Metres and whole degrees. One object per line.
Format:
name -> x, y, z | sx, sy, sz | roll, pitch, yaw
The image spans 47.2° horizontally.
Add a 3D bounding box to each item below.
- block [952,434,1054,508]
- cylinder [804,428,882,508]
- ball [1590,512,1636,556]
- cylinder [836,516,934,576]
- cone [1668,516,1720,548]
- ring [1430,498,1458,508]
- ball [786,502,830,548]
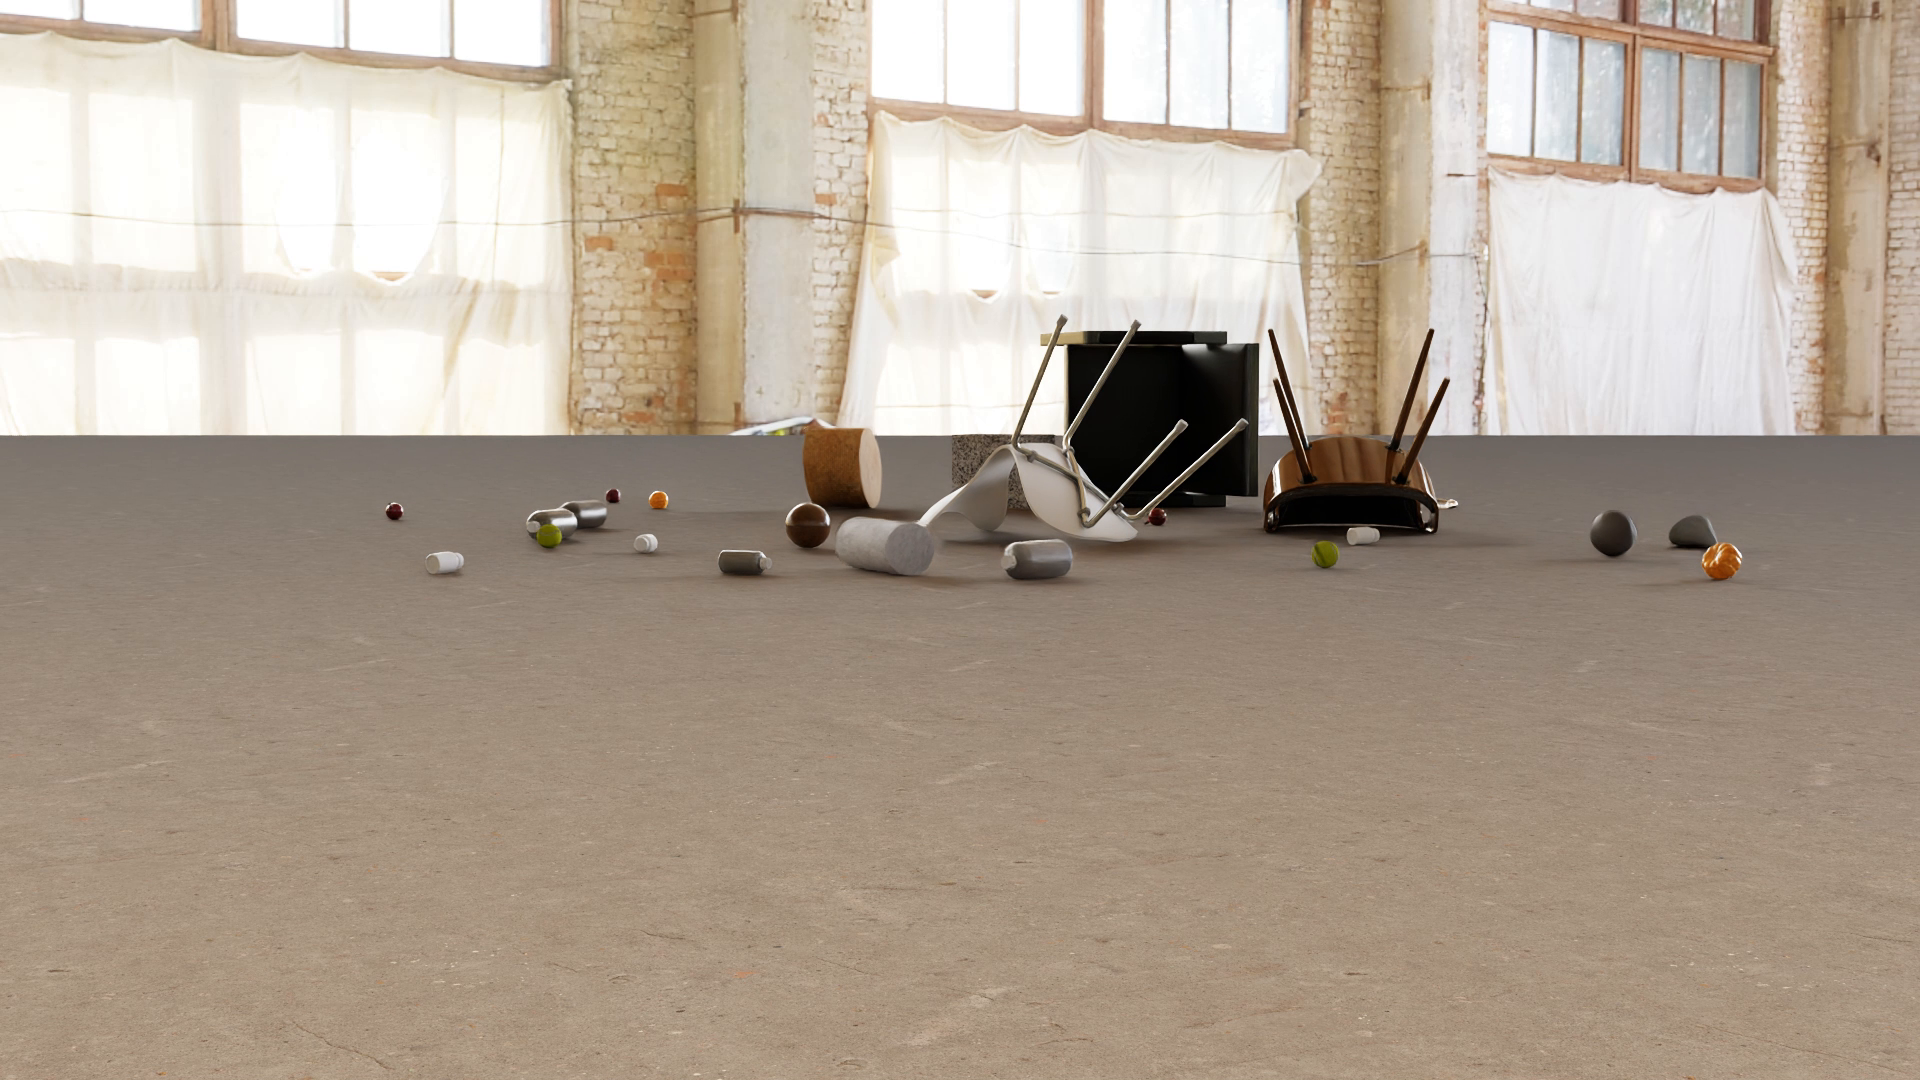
block -> 0.167, -0.267, 8.422 | 0.328, 0.276, 0.225 | 2, 4, 26
cylinder -> -0.442, -0.271, 8.282 | 0.223, 0.322, 0.224 | 1, 32, 17
ball -> 1.754, -0.017, 5.909 | 0.120, 0.120, 0.120 | 0, 4, 0
cylinder -> -0.187, 0.014, 5.407 | 0.132, 0.128, 0.282 | 29, -10, -27
cone -> 2.108, -0.001, 6.223 | 0.171, 0.098, 0.115 | -3, 28, -32
ring -> 1.820, -0.136, 8.284 | 0.078, 0.034, 0.132 | -3, 6, -28
ball -> -0.428, -0.040, 6.200 | 0.128, 0.128, 0.128 | 0, 4, 0
